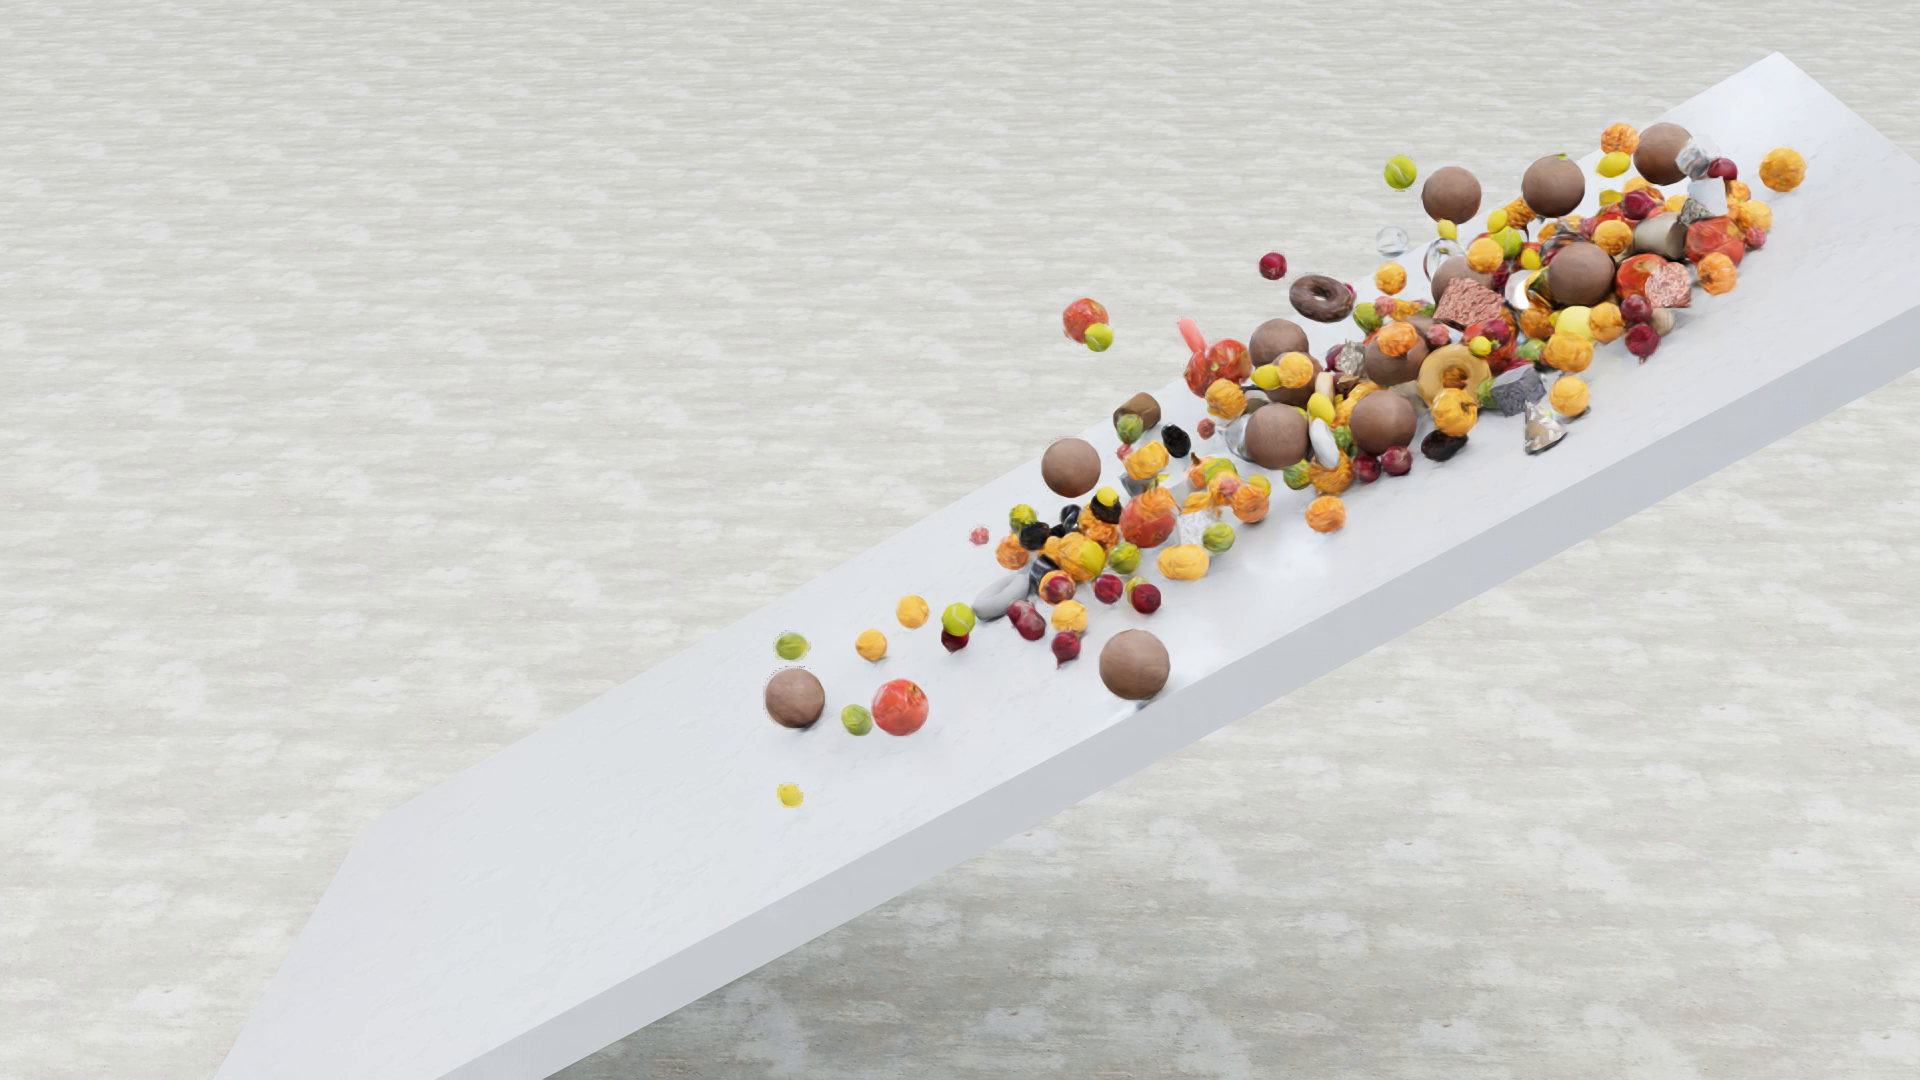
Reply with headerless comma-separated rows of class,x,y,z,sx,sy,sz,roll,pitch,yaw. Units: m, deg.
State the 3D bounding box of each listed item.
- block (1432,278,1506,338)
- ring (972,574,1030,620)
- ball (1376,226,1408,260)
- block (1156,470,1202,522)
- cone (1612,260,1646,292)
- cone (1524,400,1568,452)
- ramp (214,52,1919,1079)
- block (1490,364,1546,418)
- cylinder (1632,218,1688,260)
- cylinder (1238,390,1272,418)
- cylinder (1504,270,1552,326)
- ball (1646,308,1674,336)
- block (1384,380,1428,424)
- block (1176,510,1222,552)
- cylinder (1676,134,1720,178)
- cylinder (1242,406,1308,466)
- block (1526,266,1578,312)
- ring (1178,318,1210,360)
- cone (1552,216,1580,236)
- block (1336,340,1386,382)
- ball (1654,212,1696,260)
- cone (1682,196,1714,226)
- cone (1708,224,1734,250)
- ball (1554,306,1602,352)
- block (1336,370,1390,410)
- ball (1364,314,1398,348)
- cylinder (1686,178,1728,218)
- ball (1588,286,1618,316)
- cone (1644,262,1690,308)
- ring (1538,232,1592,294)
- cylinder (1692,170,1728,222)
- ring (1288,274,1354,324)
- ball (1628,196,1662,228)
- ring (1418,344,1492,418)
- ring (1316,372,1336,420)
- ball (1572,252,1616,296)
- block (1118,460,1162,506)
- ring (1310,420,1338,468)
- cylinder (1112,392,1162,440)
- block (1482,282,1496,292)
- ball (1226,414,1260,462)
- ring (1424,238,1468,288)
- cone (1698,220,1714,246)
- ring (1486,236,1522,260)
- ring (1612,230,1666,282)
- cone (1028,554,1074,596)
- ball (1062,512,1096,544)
block,1.020,-0.465,5.890,0.088,0.088,0.088,25,-1,-18
ring,0.089,0.121,6.256,0.141,0.047,0.141,-29,14,8
ball,0.947,-0.652,6.447,0.073,0.073,0.073,0,19,0
block,0.458,-0.092,6.159,0.070,0.070,0.070,-28,15,14
cone,1.308,-0.508,5.802,0.063,0.063,0.063,-42,22,4
cone,1.042,-0.218,5.330,0.086,0.086,0.086,-29,8,5
ramp,0.142,0.168,6.286,4.000,0.100,2.000,-29,15,12
block,1.058,-0.283,5.572,0.065,0.065,0.065,-17,20,44
cylinder,1.357,-0.584,5.697,0.075,0.075,0.075,-17,21,-41
cylinder,0.642,-0.282,6.395,0.074,0.074,0.074,2,12,5
cylinder,1.150,-0.488,5.941,0.088,0.088,0.088,7,-18,21
ball,1.308,-0.408,5.496,0.054,0.054,0.054,0,19,0
block,0.881,-0.274,5.808,0.064,0.064,0.064,-13,-7,-3
block,0.471,-0.019,5.772,0.065,0.065,0.065,-13,-9,18
cylinder,1.489,-0.773,5.933,0.063,0.063,0.063,17,49,-21
cylinder,0.651,-0.215,6.076,0.098,0.098,0.098,-17,-10,-41
block,1.165,-0.495,5.791,0.061,0.061,0.061,40,1,-9
ring,0.555,-0.476,6.965,0.038,0.114,0.114,-31,17,8
cone,1.215,-0.614,5.966,0.060,0.060,0.060,34,27,-20
block,0.818,-0.367,6.003,0.061,0.061,0.061,12,12,-32
ball,1.396,-0.598,5.779,0.097,0.097,0.097,0,19,0
cone,1.400,-0.617,5.556,0.055,0.055,0.055,8,17,-14
cone,1.494,-0.585,5.763,0.051,0.051,0.051,1,48,2
ball,1.191,-0.408,5.668,0.088,0.088,0.088,0,19,0
block,0.841,-0.323,6.135,0.067,0.067,0.067,-45,18,-32
ball,0.894,-0.443,6.246,0.070,0.070,0.070,0,19,0
cylinder,1.429,-0.653,5.622,0.068,0.068,0.068,-12,9,2
ball,1.262,-0.468,5.772,0.058,0.058,0.058,0,19,0
cone,1.351,-0.458,5.528,0.094,0.094,0.094,32,-6,-41
ring,1.222,-0.557,5.927,0.043,0.129,0.129,-12,22,-39
cylinder,1.513,-0.696,5.960,0.076,0.076,0.076,6,40,18
ring,0.769,-0.513,6.262,0.143,0.048,0.143,8,39,-7
ball,1.359,-0.649,5.843,0.066,0.066,0.066,0,19,0
ring,0.958,-0.308,5.697,0.142,0.142,0.047,3,2,9
ring,0.747,-0.294,6.018,0.034,0.101,0.101,-6,18,10
ball,1.255,-0.526,5.823,0.086,0.086,0.086,0,19,0
block,0.395,-0.124,6.375,0.070,0.070,0.070,-33,6,-3
ring,0.698,-0.184,5.642,0.033,0.100,0.100,-20,14,17
cylinder,0.413,-0.290,6.855,0.083,0.083,0.083,14,36,36
block,1.103,-0.504,6.230,0.055,0.055,0.055,-14,22,49
ball,0.608,-0.215,6.197,0.099,0.099,0.099,0,19,0
ring,1.019,-0.580,6.173,0.107,0.107,0.036,18,17,42
cone,1.494,-0.600,5.809,0.052,0.052,0.052,-17,29,-40
ring,1.126,-0.604,6.085,0.075,0.025,0.075,-5,-21,-2
ring,1.362,-0.572,5.889,0.149,0.050,0.149,-39,25,22
cone,0.206,0.083,6.155,0.090,0.090,0.090,15,24,34
ball,0.258,-0.026,6.343,0.072,0.072,0.072,0,19,0
